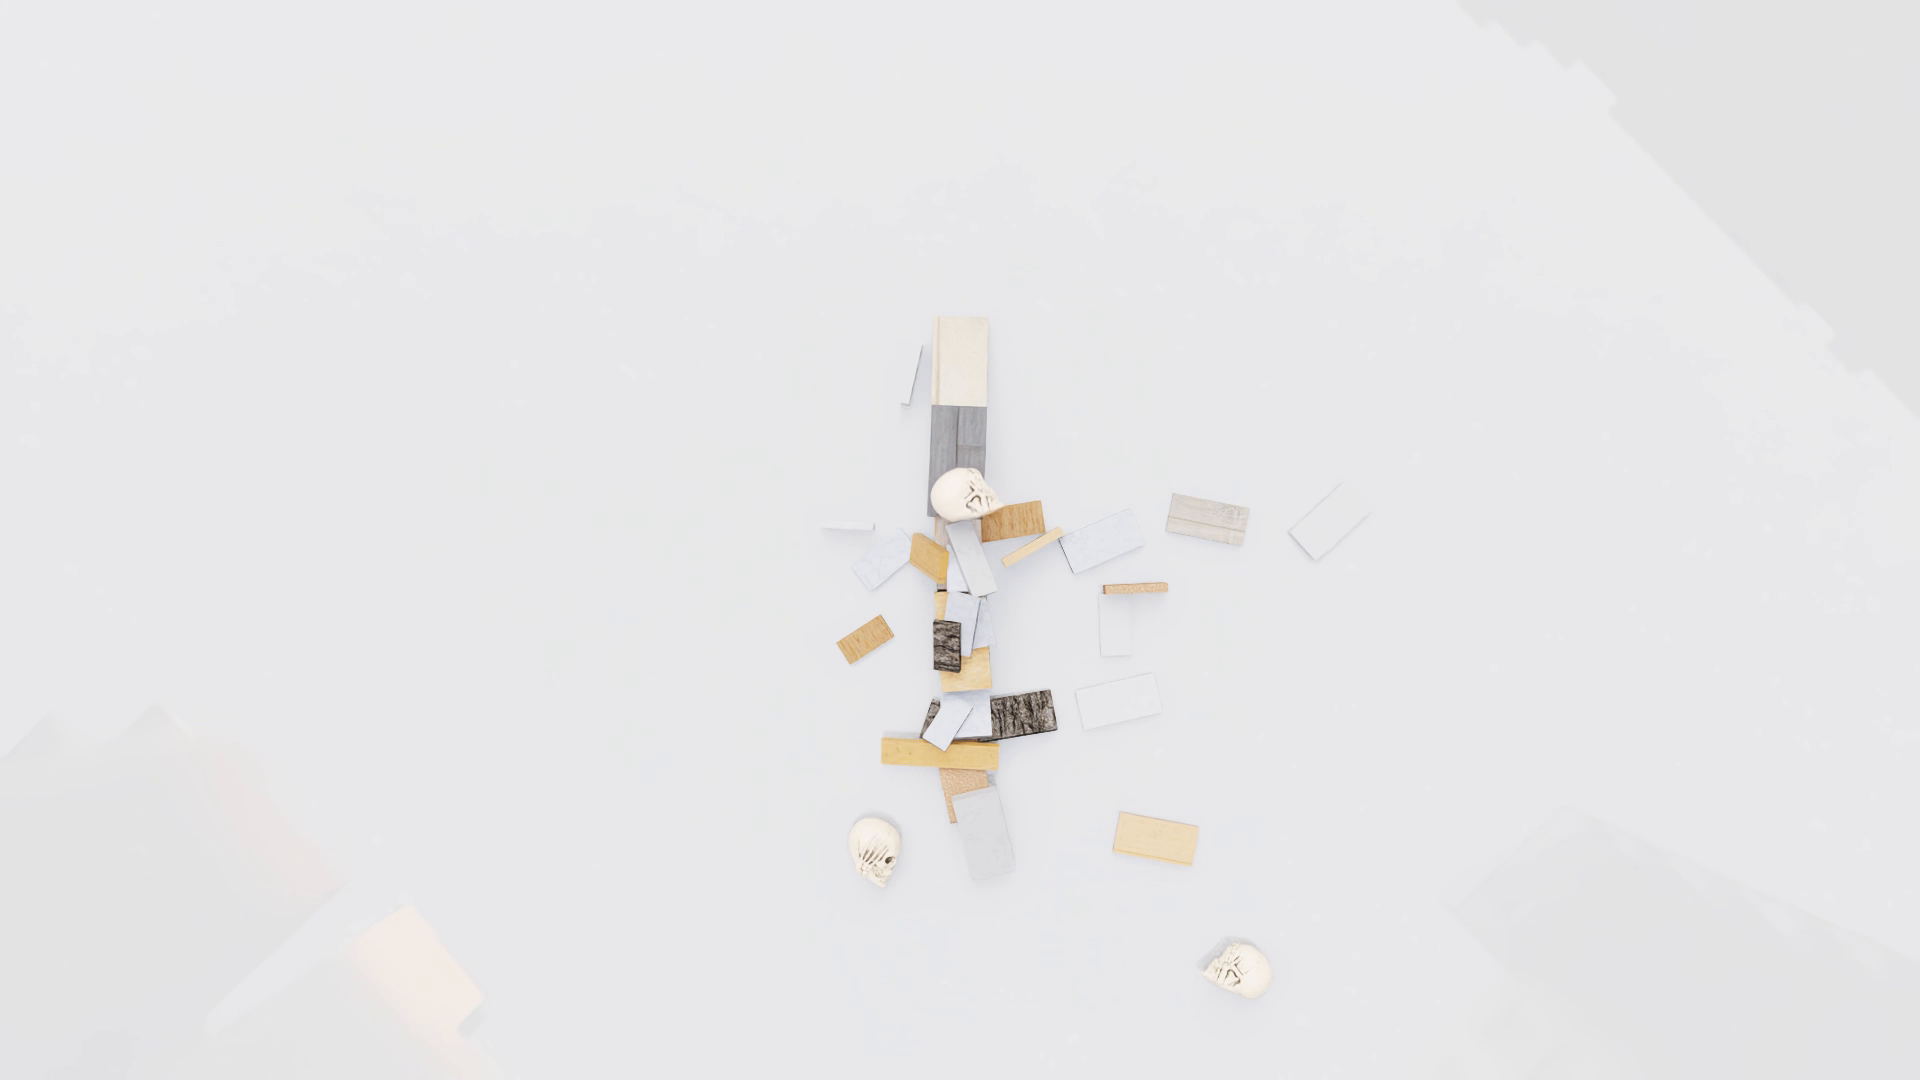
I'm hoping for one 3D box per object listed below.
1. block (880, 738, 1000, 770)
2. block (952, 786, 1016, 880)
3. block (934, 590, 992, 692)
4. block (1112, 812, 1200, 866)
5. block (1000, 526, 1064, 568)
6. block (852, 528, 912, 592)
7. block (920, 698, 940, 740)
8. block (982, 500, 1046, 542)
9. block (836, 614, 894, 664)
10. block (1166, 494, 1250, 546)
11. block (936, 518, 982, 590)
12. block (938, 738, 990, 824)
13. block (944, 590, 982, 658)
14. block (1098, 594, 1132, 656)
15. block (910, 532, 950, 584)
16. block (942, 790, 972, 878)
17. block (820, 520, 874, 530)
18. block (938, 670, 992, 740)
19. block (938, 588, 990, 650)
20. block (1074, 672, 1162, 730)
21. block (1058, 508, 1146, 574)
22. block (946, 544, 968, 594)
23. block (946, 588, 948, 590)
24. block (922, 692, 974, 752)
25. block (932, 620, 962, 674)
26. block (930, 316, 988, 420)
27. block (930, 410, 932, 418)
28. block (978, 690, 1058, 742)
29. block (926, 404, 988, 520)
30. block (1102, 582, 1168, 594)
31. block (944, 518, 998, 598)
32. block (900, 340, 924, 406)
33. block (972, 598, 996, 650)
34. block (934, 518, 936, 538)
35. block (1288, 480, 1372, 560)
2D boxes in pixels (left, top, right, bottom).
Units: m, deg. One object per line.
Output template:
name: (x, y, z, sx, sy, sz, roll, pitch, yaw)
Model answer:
block: (-0.066, 0.701, 5.409, 0.387, 0.024, 0.086, 3, 110, 3)
block: (0.079, 0.958, 5.389, 0.149, 0.042, 0.298, -14, 109, 0)
block: (0.010, 0.324, 5.346, 0.162, 0.046, 0.323, -5, 91, 2)
block: (0.650, 0.994, 5.481, 0.266, 0.038, 0.133, 11, 90, 0)
block: (0.238, 0.022, 5.445, 0.220, 0.110, 0.031, -30, 90, 0)
block: (-0.247, 0.064, 5.485, 0.208, 0.029, 0.104, -40, 90, 0)
block: (-0.080, 0.599, 5.440, 0.068, 0.019, 0.135, 17, 77, 8)
block: (0.168, -0.061, 5.484, 0.220, 0.031, 0.110, -9, 90, 0)
block: (-0.315, 0.331, 5.488, 0.175, 0.025, 0.087, -33, 90, 0)
block: (0.822, -0.068, 5.482, 0.257, 0.036, 0.128, 11, 90, 0)
block: (-0.002, 0.013, 5.373, 0.145, 0.041, 0.290, -1, 96, 2)
block: (0.010, 0.772, 5.446, 0.149, 0.042, 0.298, -13, 77, 0)
block: (0.001, 0.267, 5.258, 0.102, 0.029, 0.204, 14, 117, 11)
block: (0.516, 0.280, 5.486, 0.102, 0.029, 0.204, -2, 90, 0)
block: (-0.101, 0.057, 5.372, 0.029, 0.208, 0.104, -1, 108, -29)
block: (0.042, 0.959, 5.479, 0.149, 0.042, 0.298, -12, 90, 0)
block: (-0.373, -0.049, 5.456, 0.175, 0.087, 0.025, 3, 90, 0)
block: (0.015, 0.492, 5.432, 0.162, 0.046, 0.323, -3, 73, 0)
block: (0.013, 0.299, 5.436, 0.162, 0.046, 0.323, -3, 75, 0)
block: (0.527, 0.535, 5.481, 0.266, 0.038, 0.133, -13, 90, 0)
block: (0.471, 0.004, 5.482, 0.256, 0.036, 0.128, -23, 90, 0)
block: (-0.001, 0.092, 5.309, 0.080, 0.023, 0.159, -2, 72, 3)
block: (0.005, 0.134, 5.440, 0.110, 0.031, 0.220, -2, 65, 0)
block: (-0.039, 0.594, 5.365, 0.086, 0.024, 0.172, 31, 76, 10)
block: (-0.041, 0.340, 5.274, 0.086, 0.024, 0.172, 7, 115, 14)
block: (0.000, -0.558, 5.425, 0.180, 0.051, 0.359, 1, 74, 1)
block: (-0.007, -0.328, 5.414, 0.180, 0.051, 0.359, 1, 74, 1)
block: (0.180, 0.583, 5.452, 0.266, 0.038, 0.133, -9, 73, -5)
block: (-0.008, -0.251, 5.319, 0.180, 0.051, 0.359, 2, 87, 2)
block: (0.579, 0.160, 5.449, 0.204, 0.102, 0.029, -3, 90, 0)
block: (0.035, 0.061, 5.291, 0.087, 0.025, 0.254, -17, 77, -19)
block: (-0.160, -0.550, 5.448, 0.029, 0.104, 0.208, 13, 90, 0)
block: (0.060, 0.267, 5.283, 0.080, 0.023, 0.159, -12, 111, 2)
block: (-0.010, -0.088, 5.448, 0.145, 0.041, 0.290, -1, 78, 2)
block: (1.230, -0.065, 5.482, 0.257, 0.036, 0.128, -42, 90, 0)
